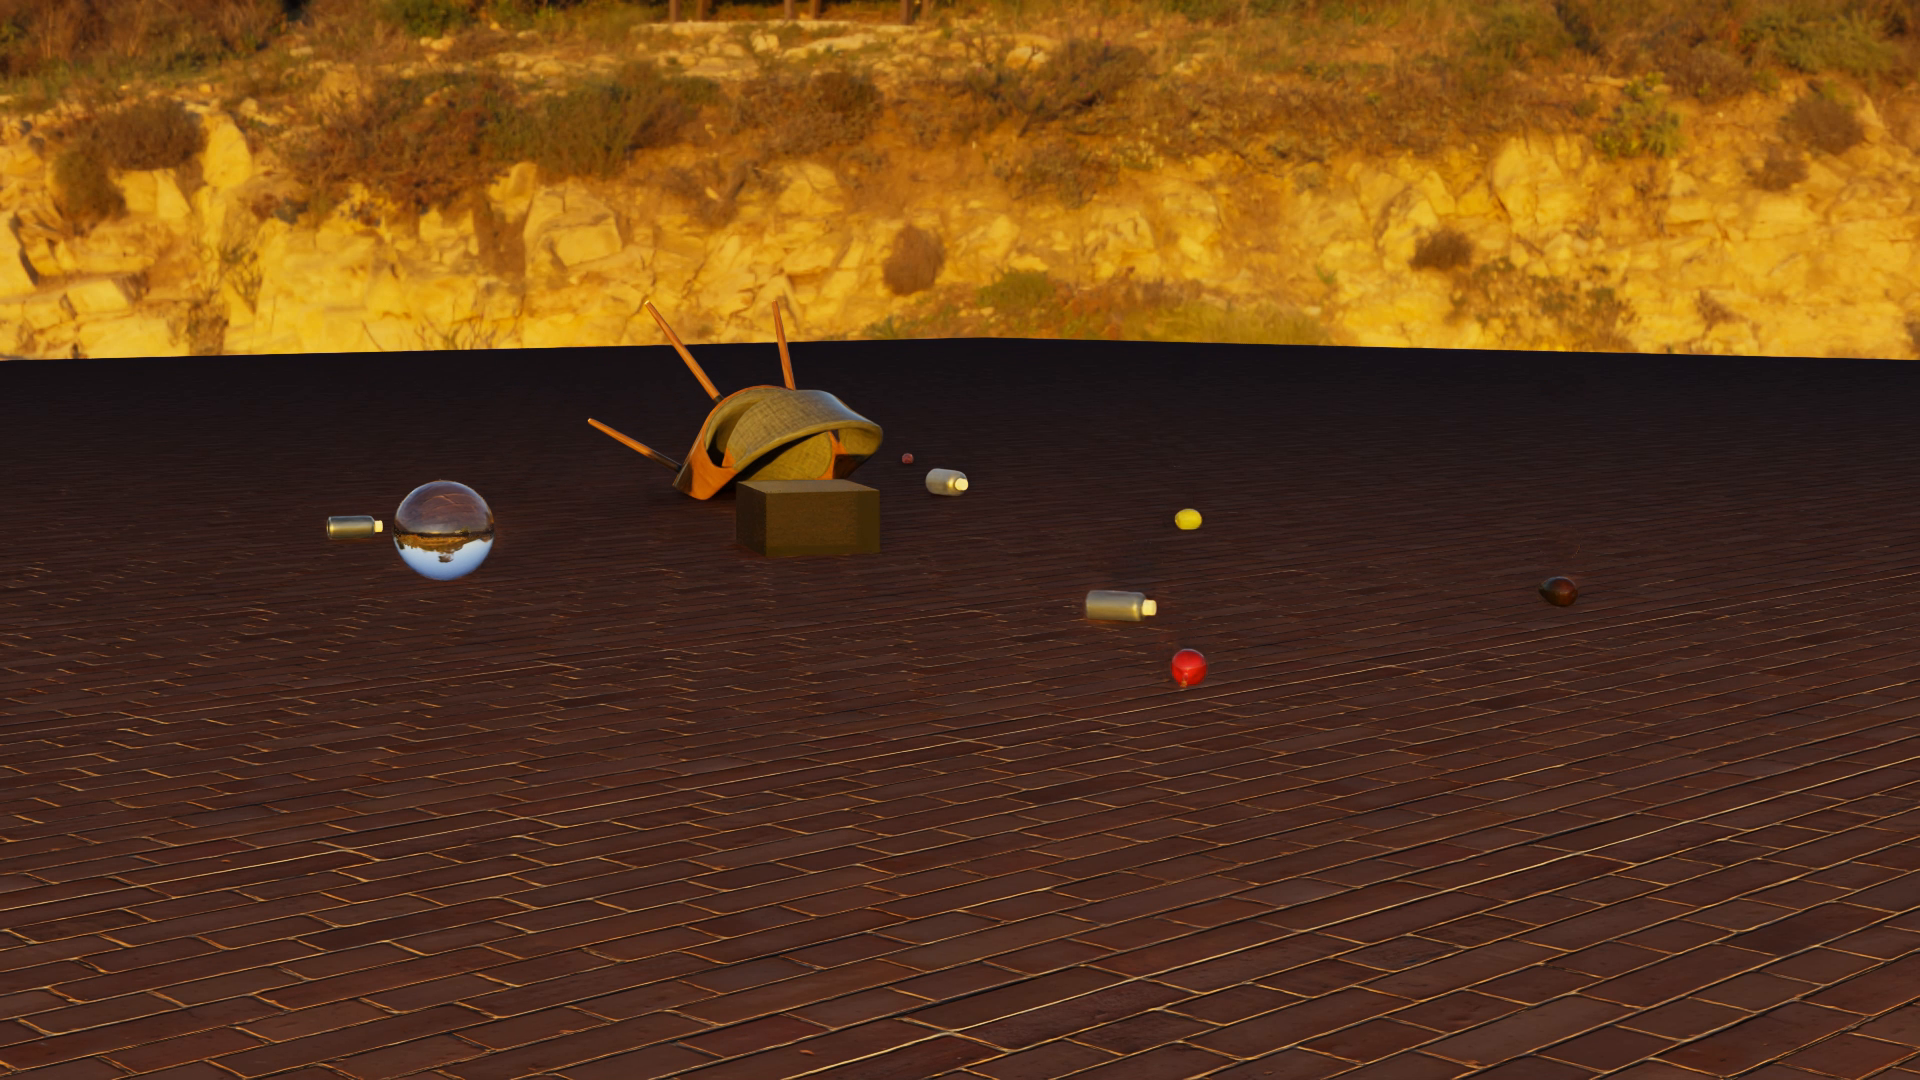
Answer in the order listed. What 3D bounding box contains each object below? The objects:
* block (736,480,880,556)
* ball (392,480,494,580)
[{"bbox_3d":[-0.373,-0.056,6.226,0.275,0.150,0.357,-2,6,-16],"label":"block"},{"bbox_3d":[-1.117,-0.020,5.552,0.217,0.217,0.217,0,6,0],"label":"ball"}]
